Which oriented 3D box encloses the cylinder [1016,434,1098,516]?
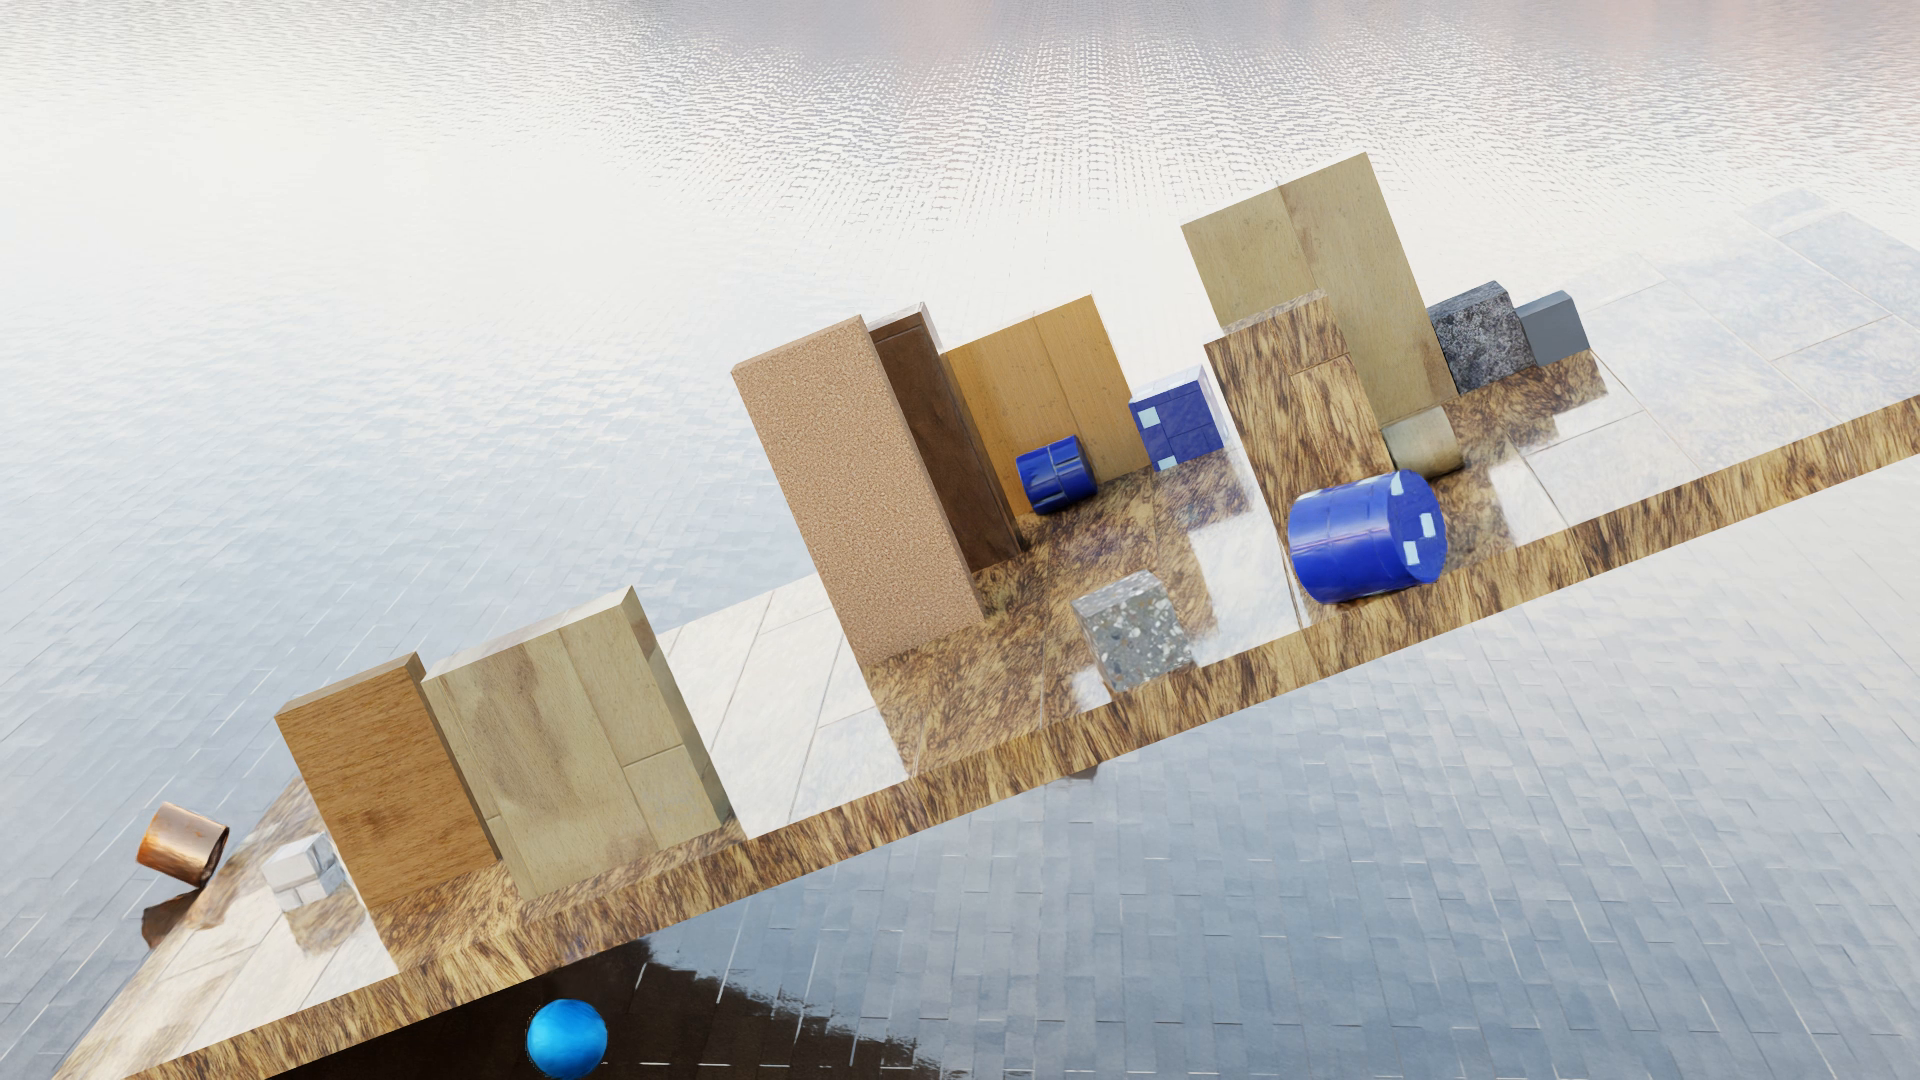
[{"bbox_3d":[0.227,-0.152,6.903,0.149,0.149,0.149,-21,11,9],"label":"cylinder"}]

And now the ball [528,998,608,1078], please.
[{"bbox_3d":[-0.708,0.899,5.305,0.144,0.144,0.144,0,14,0],"label":"ball"}]

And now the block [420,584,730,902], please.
[{"bbox_3d":[-0.723,0.386,5.569,0.411,0.468,0.140,-21,12,8],"label":"block"}]

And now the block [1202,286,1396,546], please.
[{"bbox_3d":[0.676,-0.243,5.796,0.258,0.435,0.106,-21,12,8],"label":"block"}]

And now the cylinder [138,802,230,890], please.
[{"bbox_3d":[-1.845,0.725,6.991,0.158,0.158,0.158,24,15,-1],"label":"cylinder"}]

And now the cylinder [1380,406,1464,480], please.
[{"bbox_3d":[0.915,-0.182,5.829,0.129,0.129,0.129,-22,13,6],"label":"cylinder"}]

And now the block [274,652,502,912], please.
[{"bbox_3d":[-1.150,0.489,5.957,0.292,0.445,0.102,-21,12,8],"label":"block"}]

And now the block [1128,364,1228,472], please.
[{"bbox_3d":[0.514,-0.288,6.908,0.173,0.173,0.173,-20,12,13],"label":"block"}]

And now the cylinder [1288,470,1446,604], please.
[{"bbox_3d":[0.725,-0.005,5.235,0.204,0.204,0.204,-14,3,37],"label":"cylinder"}]

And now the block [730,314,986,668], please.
[{"bbox_3d":[-0.210,-0.100,6.188,0.287,0.689,0.088,-21,12,8],"label":"block"}]

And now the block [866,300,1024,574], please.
[{"bbox_3d":[-0.151,-0.184,6.662,0.392,0.597,0.141,-21,12,8],"label":"block"}]

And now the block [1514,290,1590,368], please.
[{"bbox_3d":[1.280,-0.458,6.375,0.117,0.117,0.117,-22,12,6],"label":"block"}]

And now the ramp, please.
[{"bbox_3d":[0.126,0.172,6.289,4.000,0.100,2.000,-21,12,8],"label":"ramp"}]

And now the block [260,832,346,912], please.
[{"bbox_3d":[-1.399,0.707,6.270,0.110,0.110,0.110,-20,13,16],"label":"block"}]

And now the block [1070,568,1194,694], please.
[{"bbox_3d":[0.313,0.166,5.373,0.154,0.154,0.154,-24,12,-4],"label":"block"}]

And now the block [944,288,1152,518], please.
[{"bbox_3d":[0.194,-0.315,6.987,0.424,0.432,0.087,-21,12,8],"label":"block"}]

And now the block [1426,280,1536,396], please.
[{"bbox_3d":[1.135,-0.445,6.447,0.174,0.174,0.174,-22,12,6],"label":"block"}]

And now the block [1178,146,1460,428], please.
[{"bbox_3d":[0.779,-0.503,6.384,0.424,0.576,0.102,-21,12,8],"label":"block"}]
